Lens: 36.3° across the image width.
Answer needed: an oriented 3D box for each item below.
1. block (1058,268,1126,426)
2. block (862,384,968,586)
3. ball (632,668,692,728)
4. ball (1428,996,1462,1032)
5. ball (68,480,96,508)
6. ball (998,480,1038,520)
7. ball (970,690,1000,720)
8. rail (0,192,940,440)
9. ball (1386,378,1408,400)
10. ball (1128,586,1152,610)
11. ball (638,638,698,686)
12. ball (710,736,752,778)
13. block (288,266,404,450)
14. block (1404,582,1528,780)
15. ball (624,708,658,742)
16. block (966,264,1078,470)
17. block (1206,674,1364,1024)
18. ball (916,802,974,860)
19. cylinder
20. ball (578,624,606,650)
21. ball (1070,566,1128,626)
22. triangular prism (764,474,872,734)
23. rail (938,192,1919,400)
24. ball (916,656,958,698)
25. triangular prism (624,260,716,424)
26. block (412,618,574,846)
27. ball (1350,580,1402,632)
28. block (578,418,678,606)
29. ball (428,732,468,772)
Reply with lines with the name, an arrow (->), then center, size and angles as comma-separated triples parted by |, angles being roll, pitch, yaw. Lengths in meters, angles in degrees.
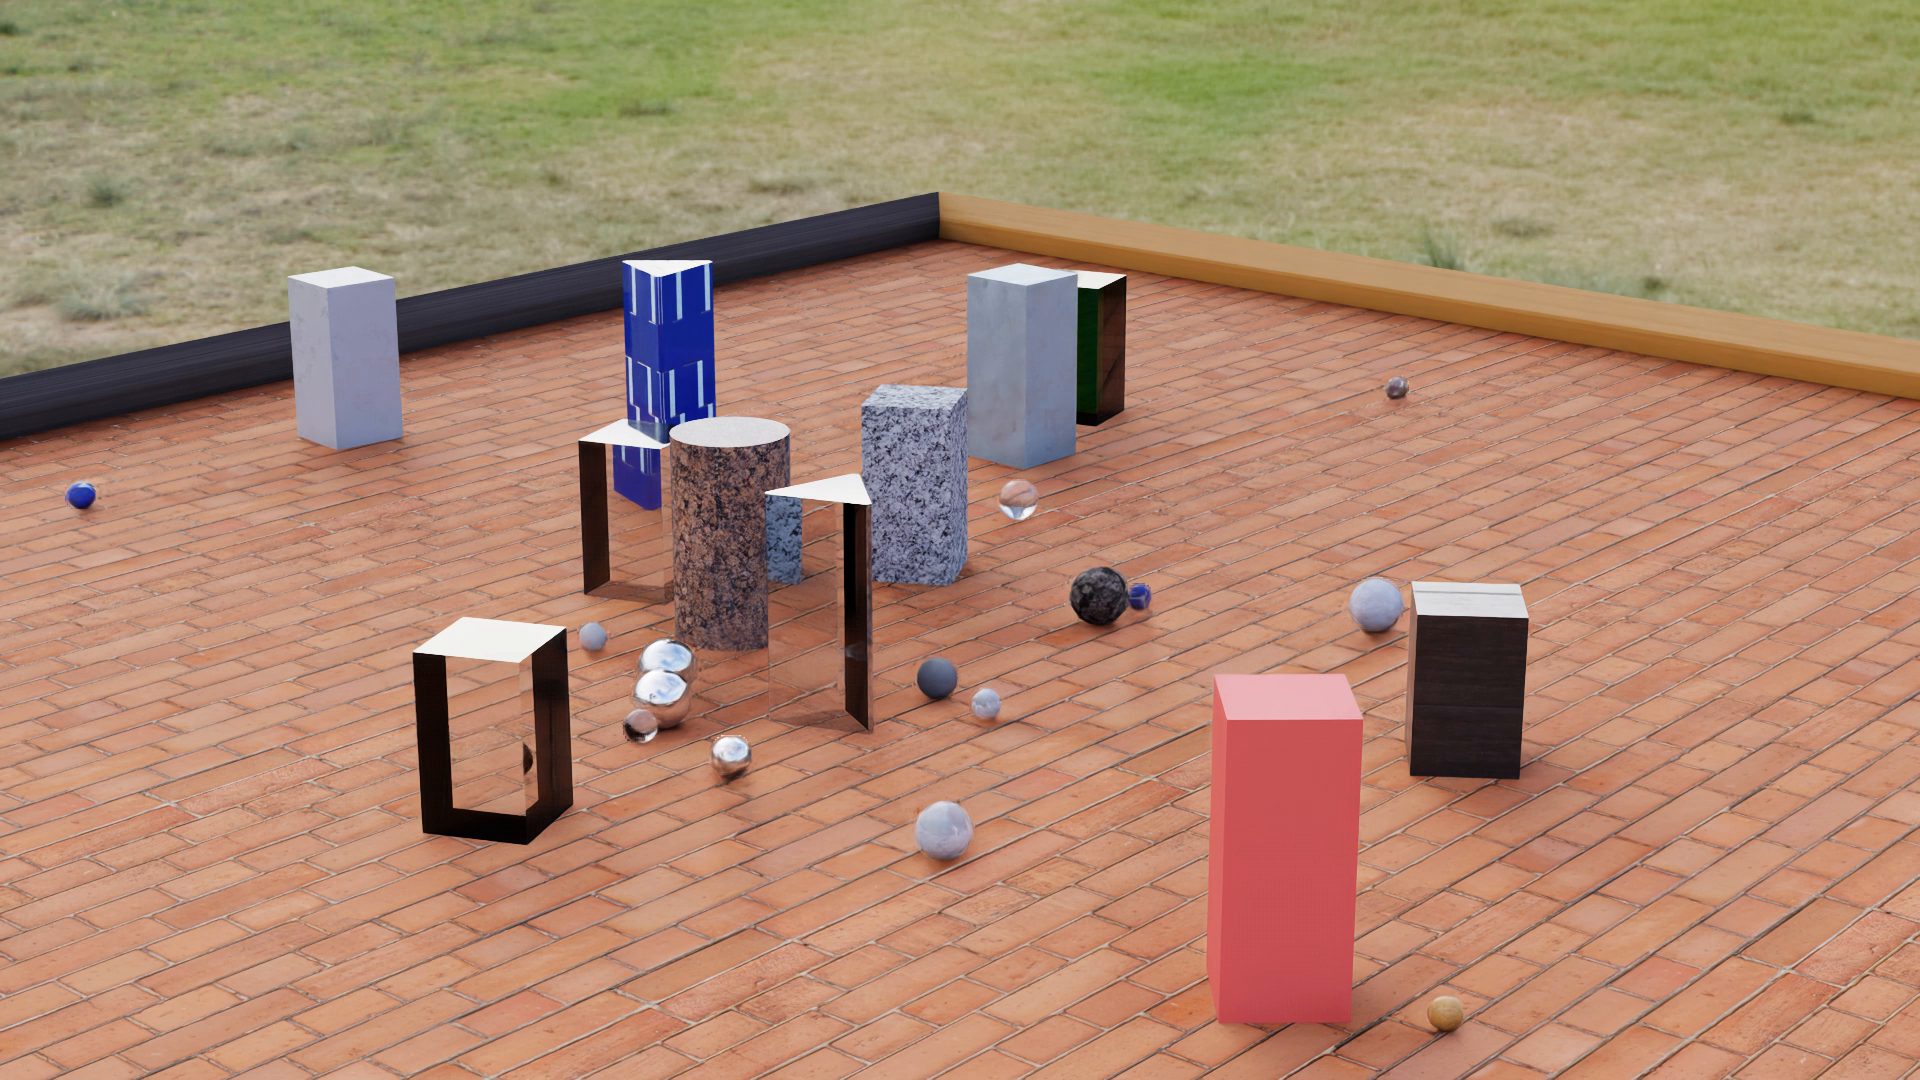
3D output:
block -> 0.253, -0.416, 6.316 | 0.159, 0.300, 0.159 | 8, 18, 24
block -> -0.079, -0.099, 5.228 | 0.159, 0.321, 0.159 | 3, 17, 11
ball -> -0.457, 0.243, 4.489 | 0.092, 0.092, 0.092 | 0, 17, 0
ball -> 0.579, 0.566, 3.503 | 0.042, 0.042, 0.042 | 0, 17, 0
ball -> -1.693, -0.087, 5.650 | 0.054, 0.054, 0.054 | 0, 17, 0
ball -> 0.111, -0.076, 5.578 | 0.074, 0.074, 0.074 | 0, 17, 0
ball -> 0.040, 0.254, 4.530 | 0.047, 0.047, 0.047 | 0, 17, 0
rail -> -1.651, -0.381, 6.493 | 0.045, 0.129, 4.906 | 14, 22, 39
ball -> 0.965, -0.335, 6.479 | 0.050, 0.050, 0.050 | 0, 17, 0
ball -> 0.309, 0.099, 5.054 | 0.041, 0.041, 0.041 | 0, 17, 0
ball -> -0.461, 0.202, 4.621 | 0.094, 0.094, 0.094 | 0, 17, 0
ball -> -0.335, 0.318, 4.291 | 0.061, 0.061, 0.061 | 0, 17, 0
block -> -1.284, -0.382, 6.129 | 0.159, 0.342, 0.159 | -15, 22, -40
block -> 0.747, 0.206, 4.338 | 0.159, 0.249, 0.159 | 2, 17, 5
ball -> -0.482, 0.281, 4.433 | 0.051, 0.051, 0.051 | 0, 17, 0
block -> 0.126, -0.356, 5.983 | 0.159, 0.378, 0.159 | 15, 22, 40
block -> 0.389, 0.372, 3.547 | 0.159, 0.388, 0.159 | 0, 17, -1
ball -> -0.021, 0.397, 4.000 | 0.080, 0.080, 0.080 | 0, 17, 0
cylinder -> -0.380, -0.012, 4.888 | 0.199, 0.349, 0.199 | 0, 17, 0
ball -> -0.607, 0.160, 4.843 | 0.046, 0.046, 0.046 | 0, 17, 0
ball -> 0.236, 0.095, 4.968 | 0.099, 0.099, 0.099 | 0, 17, 0
triangular prism -> -0.188, 0.092, 4.515 | 0.172, 0.365, 0.149 | 6, 18, 20
rail -> 1.593, -0.497, 6.876 | 4.422, 0.129, 0.045 | 14, 22, 39
ball -> -0.035, 0.217, 4.620 | 0.066, 0.066, 0.066 | 0, 17, 0
triangular prism -> -0.592, -0.319, 5.742 | 0.149, 0.446, 0.172 | 10, 19, 29
block -> -0.652, 0.266, 4.109 | 0.159, 0.267, 0.159 | 5, 17, 16
ball -> 0.699, 0.111, 4.932 | 0.089, 0.089, 0.089 | 0, 17, 0
block -> -0.554, -0.050, 5.135 | 0.159, 0.281, 0.159 | 7, 18, 21
ball -> -0.753, 0.313, 4.315 | 0.059, 0.059, 0.059 | 0, 17, 0
